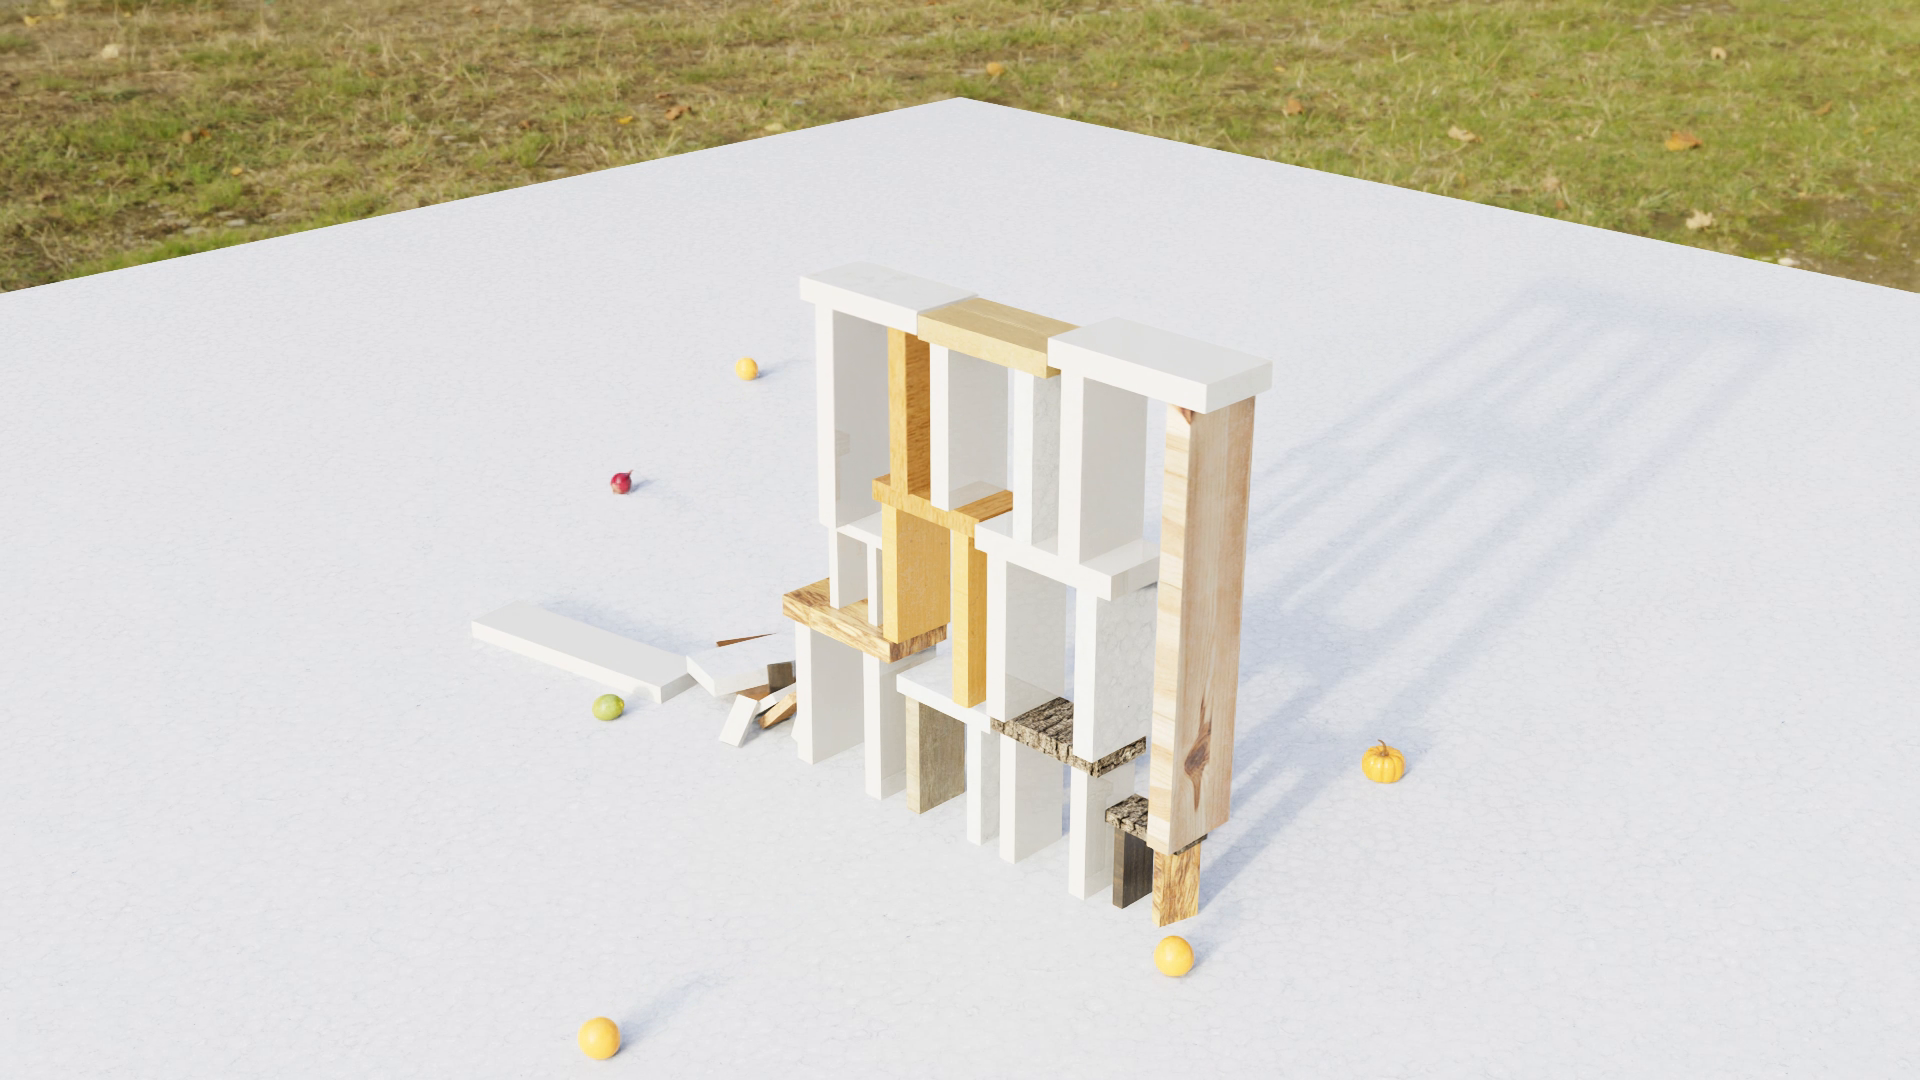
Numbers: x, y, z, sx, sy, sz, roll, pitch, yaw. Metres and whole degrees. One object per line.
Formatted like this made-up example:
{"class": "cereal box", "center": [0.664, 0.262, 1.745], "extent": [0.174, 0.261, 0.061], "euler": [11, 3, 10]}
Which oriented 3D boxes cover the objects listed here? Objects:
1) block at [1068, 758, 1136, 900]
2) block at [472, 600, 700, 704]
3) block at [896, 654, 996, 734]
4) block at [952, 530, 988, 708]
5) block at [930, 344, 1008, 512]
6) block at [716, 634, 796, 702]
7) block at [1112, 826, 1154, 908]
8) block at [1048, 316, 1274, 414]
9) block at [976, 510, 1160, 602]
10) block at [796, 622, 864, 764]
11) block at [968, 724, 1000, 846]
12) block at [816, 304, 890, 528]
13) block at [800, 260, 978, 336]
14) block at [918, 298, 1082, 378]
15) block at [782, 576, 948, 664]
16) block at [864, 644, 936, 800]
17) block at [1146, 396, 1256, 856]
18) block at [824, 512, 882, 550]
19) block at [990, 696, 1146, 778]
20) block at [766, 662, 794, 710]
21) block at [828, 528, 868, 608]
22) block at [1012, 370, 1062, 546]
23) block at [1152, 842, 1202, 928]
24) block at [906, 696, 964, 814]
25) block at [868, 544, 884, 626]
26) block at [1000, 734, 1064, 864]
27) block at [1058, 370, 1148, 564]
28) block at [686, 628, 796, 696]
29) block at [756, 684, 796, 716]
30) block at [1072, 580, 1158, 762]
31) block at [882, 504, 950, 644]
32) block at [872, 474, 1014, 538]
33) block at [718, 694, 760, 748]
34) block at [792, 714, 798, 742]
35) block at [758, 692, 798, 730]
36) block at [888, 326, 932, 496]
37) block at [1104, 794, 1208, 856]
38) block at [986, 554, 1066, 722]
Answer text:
{"class": "block", "center": [0.269, 0.531, 4.160], "extent": [0.039, 0.274, 0.137], "euler": [21, 31, 41]}
{"class": "block", "center": [-0.868, 0.255, 5.106], "extent": [0.601, 0.041, 0.146], "euler": [16, 27, 32]}
{"class": "block", "center": [0.011, 0.302, 4.340], "extent": [0.258, 0.037, 0.129], "euler": [21, 31, 41]}
{"class": "block", "center": [0.052, 0.134, 4.228], "extent": [0.144, 0.362, 0.041], "euler": [-21, 31, -41]}
{"class": "block", "center": [0.018, -0.228, 4.104], "extent": [0.045, 0.320, 0.160], "euler": [21, 31, 40]}
{"class": "block", "center": [-0.451, 0.299, 5.002], "extent": [0.146, 0.041, 0.292], "euler": [-7, 24, -17]}
{"class": "block", "center": [0.326, 0.599, 4.129], "extent": [0.024, 0.173, 0.086], "euler": [21, 31, 41]}
{"class": "block", "center": [0.337, -0.300, 3.733], "extent": [0.175, 0.050, 0.350], "euler": [-21, 31, -40]}
{"class": "block", "center": [0.205, 0.016, 4.007], "extent": [0.167, 0.047, 0.334], "euler": [-21, 31, -41]}
{"class": "block", "center": [-0.269, 0.299, 4.643], "extent": [0.161, 0.322, 0.046], "euler": [-21, 32, -40]}
{"class": "block", "center": [0.073, 0.462, 4.342], "extent": [0.037, 0.258, 0.129], "euler": [21, 31, 41]}
{"class": "block", "center": [-0.207, -0.260, 4.343], "extent": [0.046, 0.456, 0.162], "euler": [21, 31, 38]}
{"class": "block", "center": [-0.136, -0.463, 4.179], "extent": [0.323, 0.046, 0.162], "euler": [21, 31, 40]}
{"class": "block", "center": [0.093, -0.367, 3.962], "extent": [0.320, 0.045, 0.160], "euler": [21, 31, 41]}
{"class": "block", "center": [-0.197, 0.157, 4.506], "extent": [0.322, 0.046, 0.161], "euler": [22, 31, 41]}
{"class": "block", "center": [-0.121, 0.357, 4.508], "extent": [0.046, 0.322, 0.161], "euler": [21, 31, 41]}
{"class": "block", "center": [0.418, 0.145, 3.832], "extent": [0.050, 0.846, 0.175], "euler": [22, 31, 40]}
{"class": "block", "center": [-0.184, -0.028, 4.412], "extent": [0.086, 0.024, 0.173], "euler": [-21, 31, -41]}
{"class": "block", "center": [0.203, 0.362, 4.157], "extent": [0.137, 0.039, 0.274], "euler": [-21, 31, -41]}
{"class": "block", "center": [-0.395, 0.324, 4.860], "extent": [0.053, 0.106, 0.015], "euler": [-7, 13, -17]}
{"class": "block", "center": [-0.226, 0.046, 4.487], "extent": [0.086, 0.173, 0.024], "euler": [-21, 31, -41]}
{"class": "block", "center": [0.169, -0.167, 3.965], "extent": [0.160, 0.324, 0.045], "euler": [-21, 31, -40]}
{"class": "block", "center": [0.400, 0.625, 4.066], "extent": [0.086, 0.173, 0.024], "euler": [-12, 26, -27]}
{"class": "block", "center": [-0.049, 0.414, 4.454], "extent": [0.037, 0.258, 0.129], "euler": [21, 31, 41]}
{"class": "block", "center": [-0.145, 0.079, 4.412], "extent": [0.086, 0.173, 0.024], "euler": [-21, 31, -41]}
{"class": "block", "center": [0.140, 0.480, 4.279], "extent": [0.039, 0.274, 0.137], "euler": [21, 31, 41]}
{"class": "block", "center": [0.254, -0.149, 3.889], "extent": [0.050, 0.350, 0.175], "euler": [21, 31, 40]}
{"class": "block", "center": [-0.452, 0.273, 4.958], "extent": [0.292, 0.041, 0.146], "euler": [-13, 26, -28]}
{"class": "block", "center": [-0.417, 0.355, 4.780], "extent": [0.079, 0.022, 0.157], "euler": [-23, -5, -43]}
{"class": "block", "center": [0.283, 0.223, 4.008], "extent": [0.167, 0.334, 0.047], "euler": [-21, 31, -41]}
{"class": "block", "center": [-0.085, 0.046, 4.340], "extent": [0.144, 0.289, 0.041], "euler": [-21, 31, -40]}
{"class": "block", "center": [-0.016, -0.078, 4.212], "extent": [0.289, 0.041, 0.144], "euler": [21, 31, 41]}
{"class": "block", "center": [-0.474, 0.390, 4.728], "extent": [0.053, 0.106, 0.015], "euler": [15, -15, 32]}
{"class": "block", "center": [-0.310, 0.358, 4.718], "extent": [0.079, 0.157, 0.022], "euler": [-21, 51, -40]}
{"class": "block", "center": [-0.369, 0.358, 4.753], "extent": [0.079, 0.022, 0.157], "euler": [-23, -11, -38]}
{"class": "block", "center": [-0.060, -0.262, 4.179], "extent": [0.162, 0.323, 0.046], "euler": [-21, 31, -41]}
{"class": "block", "center": [0.361, 0.523, 4.052], "extent": [0.173, 0.024, 0.086], "euler": [22, 31, 40]}
{"class": "block", "center": [0.126, 0.161, 4.154], "extent": [0.167, 0.334, 0.047], "euler": [-21, 31, -41]}
